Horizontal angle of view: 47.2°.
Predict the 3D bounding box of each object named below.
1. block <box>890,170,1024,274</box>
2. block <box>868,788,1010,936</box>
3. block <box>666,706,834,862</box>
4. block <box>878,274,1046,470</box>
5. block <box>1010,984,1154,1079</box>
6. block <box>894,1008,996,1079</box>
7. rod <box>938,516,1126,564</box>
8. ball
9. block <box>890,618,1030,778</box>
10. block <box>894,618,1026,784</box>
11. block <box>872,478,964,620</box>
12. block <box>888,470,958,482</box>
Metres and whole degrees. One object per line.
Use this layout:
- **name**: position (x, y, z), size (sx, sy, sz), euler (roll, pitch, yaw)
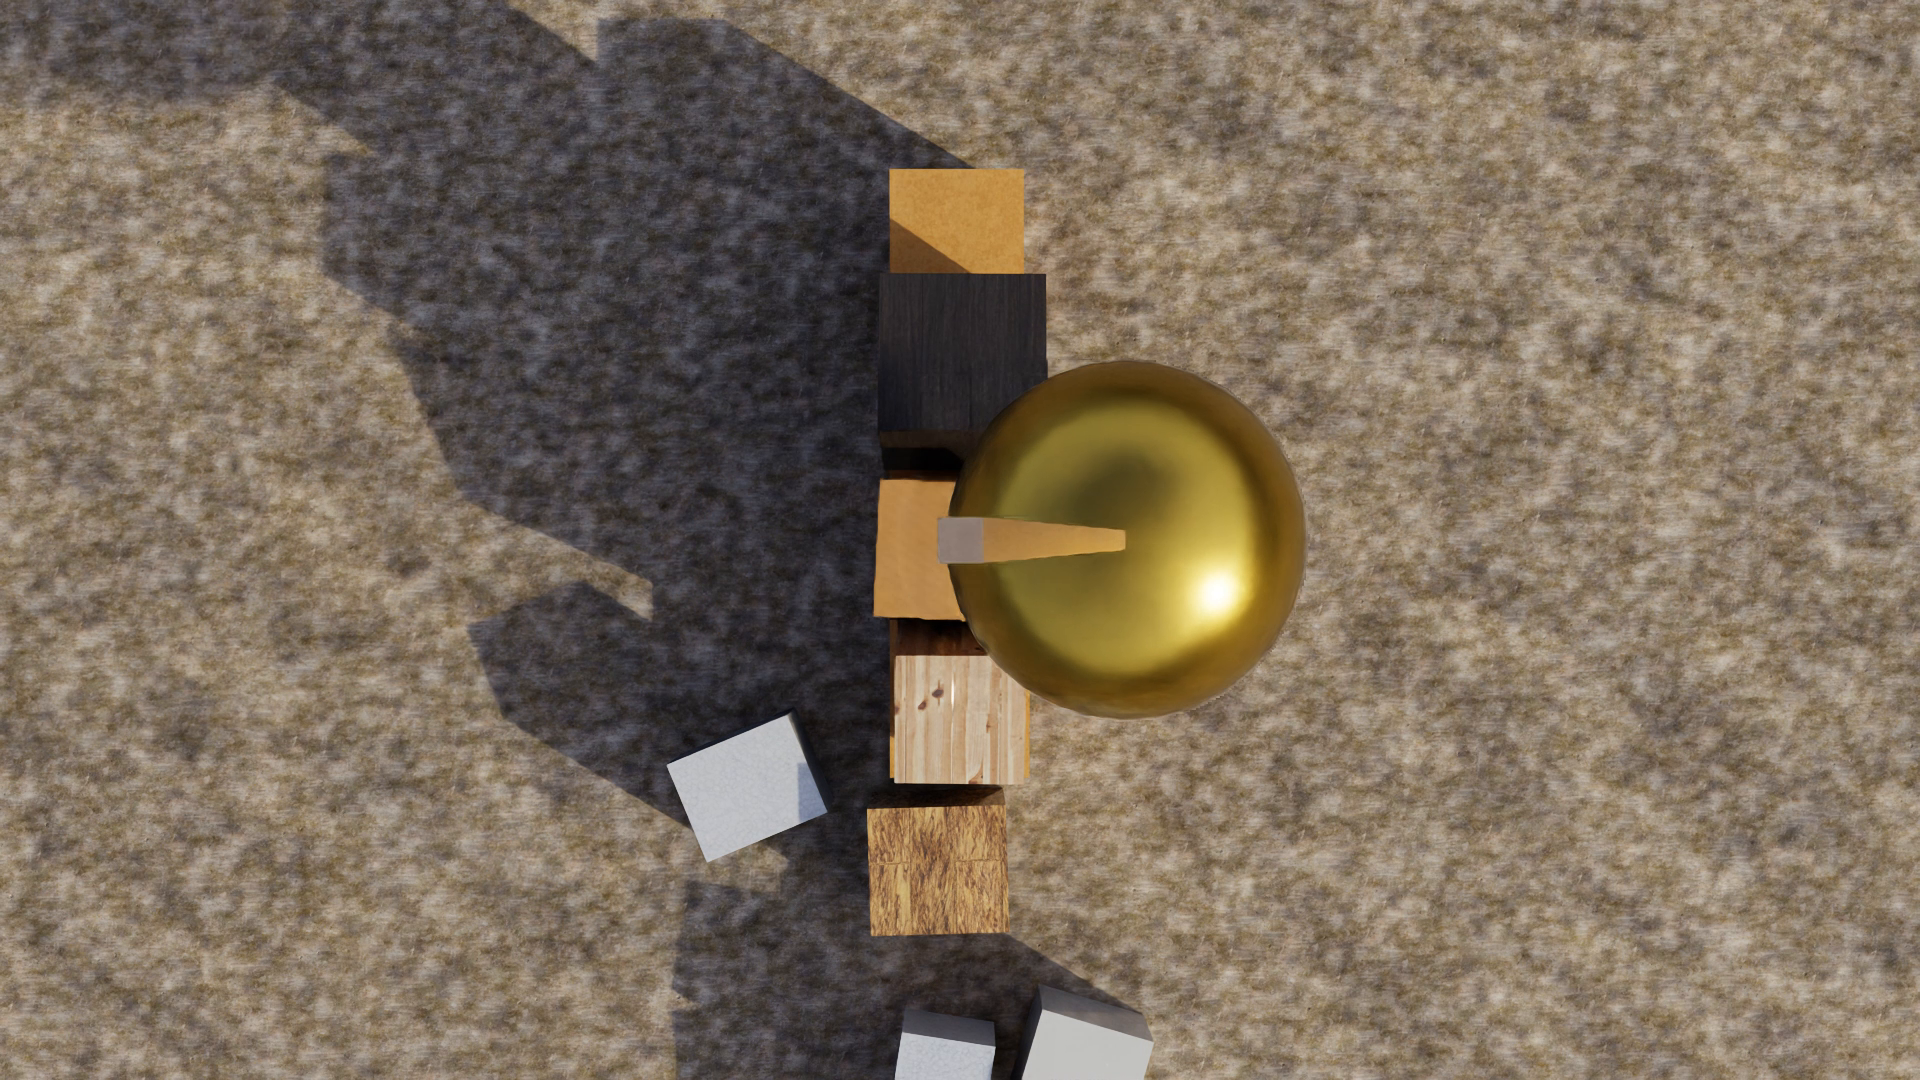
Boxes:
- **block**: position (-0.018, -1.696, 12.562), size (0.741, 0.876, 0.698), euler (0, 90, 0)
- **block**: position (-0.120, 1.829, 12.584), size (0.768, 0.833, 0.703), euler (-2, 90, 0)
- **block**: position (-1.198, 1.398, 12.684), size (0.734, 0.633, 0.594), euler (-23, 90, 0)
- **block**: position (0.013, -0.875, 11.675), size (0.856, 0.935, 0.831), euler (0, 79, 0)
- **block**: position (0.666, 3.075, 12.640), size (0.651, 0.720, 0.754), euler (16, 90, 0)
- **block**: position (-0.114, 3.132, 12.680), size (0.534, 0.639, 0.654), euler (9, 90, 0)
- **rod**: position (0.318, 0.000, 6.409), size (0.080, 5.200, 0.080), euler (0, 90, 7)
- **ball**: position (0.734, 0.000, 9.783), size (1.600, 1.600, 1.600), euler (0, 90, 0)
- **block**: position (-0.002, 0.884, 12.644), size (0.778, 0.713, 0.887), euler (0, 90, 0)
- **block**: position (0.002, 0.862, 11.890), size (0.689, 0.607, 0.724), euler (1, 107, 0)
- **block**: position (-0.091, 0.056, 11.710), size (0.681, 0.734, 0.711), euler (3, 90, 0)
- **block**: position (0.005, -0.025, 12.538), size (0.790, 0.923, 0.910), euler (0, 90, 0)
